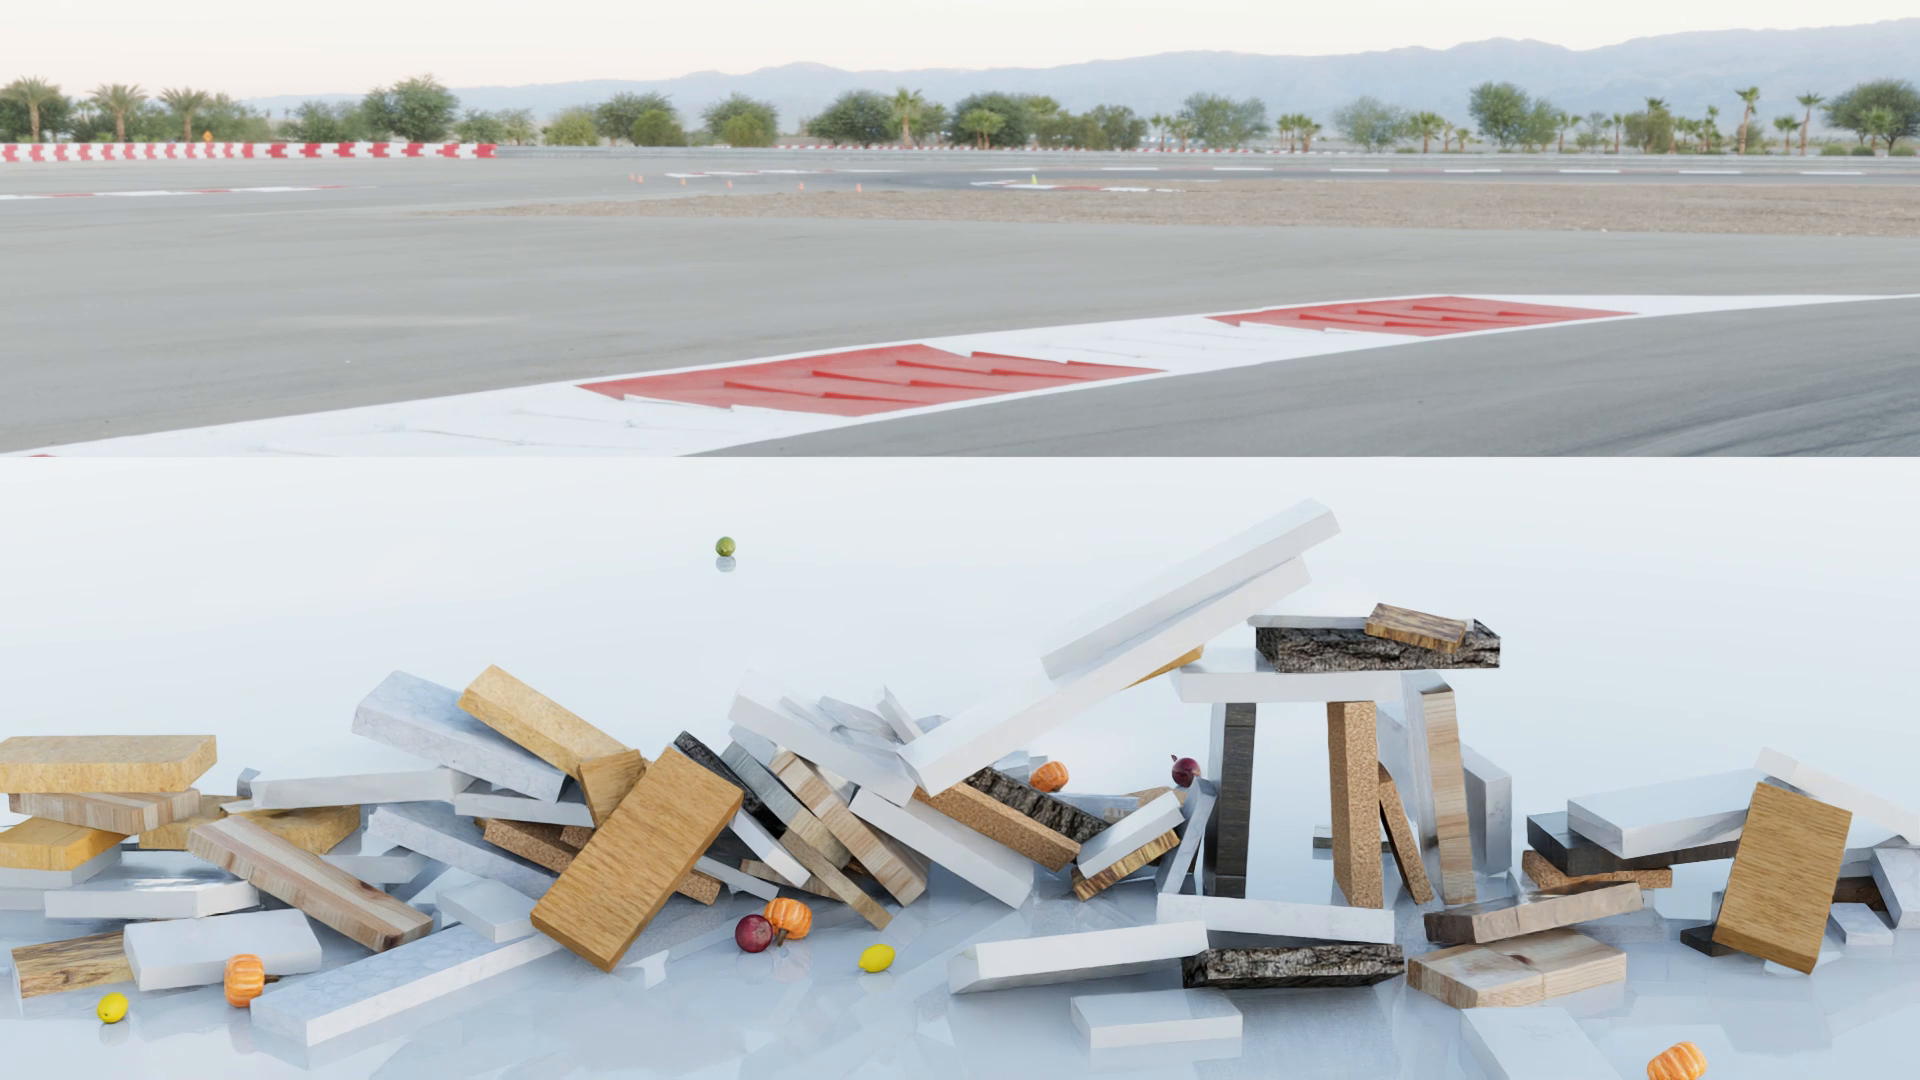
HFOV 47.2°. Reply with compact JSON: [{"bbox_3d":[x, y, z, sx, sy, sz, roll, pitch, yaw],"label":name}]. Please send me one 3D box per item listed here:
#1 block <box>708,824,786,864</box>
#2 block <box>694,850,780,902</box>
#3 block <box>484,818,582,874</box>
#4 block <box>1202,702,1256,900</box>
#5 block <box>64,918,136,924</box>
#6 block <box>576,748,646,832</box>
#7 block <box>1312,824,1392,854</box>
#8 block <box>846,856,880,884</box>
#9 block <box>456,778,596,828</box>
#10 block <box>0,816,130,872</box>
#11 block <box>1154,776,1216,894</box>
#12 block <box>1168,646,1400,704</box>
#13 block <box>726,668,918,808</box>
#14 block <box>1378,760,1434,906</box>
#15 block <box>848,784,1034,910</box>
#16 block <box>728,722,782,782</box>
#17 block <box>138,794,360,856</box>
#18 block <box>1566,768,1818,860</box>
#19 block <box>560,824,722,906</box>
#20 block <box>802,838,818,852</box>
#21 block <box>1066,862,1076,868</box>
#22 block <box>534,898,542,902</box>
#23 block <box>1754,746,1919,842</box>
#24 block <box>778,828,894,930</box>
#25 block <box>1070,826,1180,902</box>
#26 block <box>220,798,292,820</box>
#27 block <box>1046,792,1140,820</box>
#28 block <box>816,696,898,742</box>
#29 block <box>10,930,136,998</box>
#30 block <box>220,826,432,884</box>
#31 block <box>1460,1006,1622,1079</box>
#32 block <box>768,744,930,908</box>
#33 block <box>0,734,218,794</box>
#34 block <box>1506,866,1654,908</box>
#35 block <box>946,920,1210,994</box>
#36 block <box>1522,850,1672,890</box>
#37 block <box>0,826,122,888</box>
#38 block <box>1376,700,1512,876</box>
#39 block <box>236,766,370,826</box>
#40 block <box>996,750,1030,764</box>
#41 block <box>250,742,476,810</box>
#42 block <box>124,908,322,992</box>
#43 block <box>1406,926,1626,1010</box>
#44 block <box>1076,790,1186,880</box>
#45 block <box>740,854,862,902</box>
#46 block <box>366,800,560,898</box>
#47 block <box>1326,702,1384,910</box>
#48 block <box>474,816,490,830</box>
[{"bbox_3d":[-0.389,0.490,3.646,0.196,0.028,0.098,12,11,3],"label":"block"},{"bbox_3d":[-0.390,0.537,3.668,0.196,0.028,0.098,24,11,-2],"label":"block"},{"bbox_3d":[-0.644,0.511,3.658,0.272,0.039,0.136,25,14,-2],"label":"block"},{"bbox_3d":[0.444,0.417,3.637,0.050,0.350,0.175,2,11,-1],"label":"block"},{"bbox_3d":[-1.385,0.604,3.551,0.105,0.015,0.053,0,11,-2],"label":"block"},{"bbox_3d":[-0.530,0.441,3.503,0.101,0.203,0.029,-14,-20,-24],"label":"block"},{"bbox_3d":[0.705,0.533,3.921,0.146,0.021,0.073,2,11,12],"label":"block"},{"bbox_3d":[-0.145,0.555,3.699,0.098,0.014,0.049,29,13,2],"label":"block"},{"bbox_3d":[-0.680,0.424,3.637,0.272,0.039,0.136,4,14,8],"label":"block"},{"bbox_3d":[-1.465,0.479,3.649,0.145,0.041,0.291,2,11,10],"label":"block"},{"bbox_3d":[0.374,0.497,3.656,0.027,0.191,0.095,20,10,-4],"label":"block"},{"bbox_3d":[0.527,0.219,3.602,0.350,0.050,0.175,-1,11,-2],"label":"block"},{"bbox_3d":[-0.223,0.324,3.629,0.325,0.046,0.162,27,11,-6],"label":"block"},{"bbox_3d":[0.727,0.485,3.647,0.031,0.218,0.109,-20,10,3],"label":"block"},{"bbox_3d":[-0.028,0.487,3.656,0.325,0.046,0.162,31,11,-3],"label":"block"},{"bbox_3d":[-0.272,0.396,3.844,0.142,0.040,0.284,37,2,36],"label":"block"},{"bbox_3d":[-1.184,0.474,3.673,0.316,0.045,0.158,1,11,8],"label":"block"},{"bbox_3d":[1.198,0.446,3.604,0.350,0.050,0.175,-7,12,-13],"label":"block"},{"bbox_3d":[-0.521,0.516,3.668,0.272,0.039,0.136,24,11,-2],"label":"block"},{"bbox_3d":[-0.287,0.531,3.904,0.220,0.031,0.110,-9,14,-42],"label":"block"},{"bbox_3d":[0.275,0.535,3.876,0.227,0.032,0.113,-5,12,-26],"label":"block"},{"bbox_3d":[-0.697,0.600,3.575,0.103,0.015,0.052,-3,11,-18],"label":"block"},{"bbox_3d":[1.464,0.425,3.614,0.280,0.040,0.140,24,3,-4],"label":"block"},{"bbox_3d":[-0.201,0.544,3.530,0.203,0.029,0.102,33,-11,43],"label":"block"},{"bbox_3d":[0.275,0.527,3.664,0.191,0.027,0.095,-32,9,5],"label":"block"},{"bbox_3d":[-1.171,0.445,3.656,0.104,0.015,0.052,-8,16,-35],"label":"block"},{"bbox_3d":[0.223,0.486,3.815,0.170,0.085,0.024,2,4,11],"label":"block"},{"bbox_3d":[-0.168,0.299,3.669,0.073,0.021,0.146,31,4,36],"label":"block"},{"bbox_3d":[-1.297,0.634,3.333,0.248,0.035,0.124,-6,12,-28],"label":"block"},{"bbox_3d":[-1.050,0.521,3.668,0.316,0.045,0.158,1,11,5],"label":"block"},{"bbox_3d":[0.782,0.703,2.950,0.145,0.041,0.290,-1,11,-3],"label":"block"},{"bbox_3d":[-0.180,0.454,3.661,0.046,0.325,0.162,-42,6,9],"label":"block"},{"bbox_3d":[-1.463,0.378,3.722,0.353,0.050,0.176,0,10,0],"label":"block"},{"bbox_3d":[1.030,0.577,3.656,0.218,0.031,0.109,1,11,3],"label":"block"},{"bbox_3d":[0.170,0.610,3.214,0.346,0.049,0.173,-3,-18,-16],"label":"block"},{"bbox_3d":[1.057,0.546,3.652,0.218,0.031,0.109,0,11,-2],"label":"block"},{"bbox_3d":[-1.586,0.524,3.646,0.325,0.046,0.162,1,11,7],"label":"block"},{"bbox_3d":[0.849,0.432,3.886,0.051,0.180,0.360,-12,21,-18],"label":"block"},{"bbox_3d":[-1.133,0.477,3.787,0.227,0.113,0.032,19,37,3],"label":"block"},{"bbox_3d":[0.008,0.447,4.255,0.239,0.034,0.119,2,28,11],"label":"block"},{"bbox_3d":[-0.976,0.386,3.668,0.353,0.050,0.176,-5,13,12],"label":"block"},{"bbox_3d":[-1.109,0.614,3.309,0.260,0.037,0.130,-1,21,-31],"label":"block"},{"bbox_3d":[0.832,0.640,3.284,0.297,0.042,0.149,-6,12,-29],"label":"block"},{"bbox_3d":[0.282,0.490,3.662,0.191,0.027,0.095,-32,9,6],"label":"block"},{"bbox_3d":[-0.262,0.550,3.661,0.196,0.028,0.098,16,11,0],"label":"block"},{"bbox_3d":[-0.819,0.502,3.664,0.316,0.045,0.158,24,7,-10],"label":"block"},{"bbox_3d":[0.652,0.416,3.638,0.050,0.350,0.175,-4,11,0],"label":"block"},{"bbox_3d":[-0.768,0.484,3.710,0.096,0.014,0.048,25,13,-4],"label":"block"}]
